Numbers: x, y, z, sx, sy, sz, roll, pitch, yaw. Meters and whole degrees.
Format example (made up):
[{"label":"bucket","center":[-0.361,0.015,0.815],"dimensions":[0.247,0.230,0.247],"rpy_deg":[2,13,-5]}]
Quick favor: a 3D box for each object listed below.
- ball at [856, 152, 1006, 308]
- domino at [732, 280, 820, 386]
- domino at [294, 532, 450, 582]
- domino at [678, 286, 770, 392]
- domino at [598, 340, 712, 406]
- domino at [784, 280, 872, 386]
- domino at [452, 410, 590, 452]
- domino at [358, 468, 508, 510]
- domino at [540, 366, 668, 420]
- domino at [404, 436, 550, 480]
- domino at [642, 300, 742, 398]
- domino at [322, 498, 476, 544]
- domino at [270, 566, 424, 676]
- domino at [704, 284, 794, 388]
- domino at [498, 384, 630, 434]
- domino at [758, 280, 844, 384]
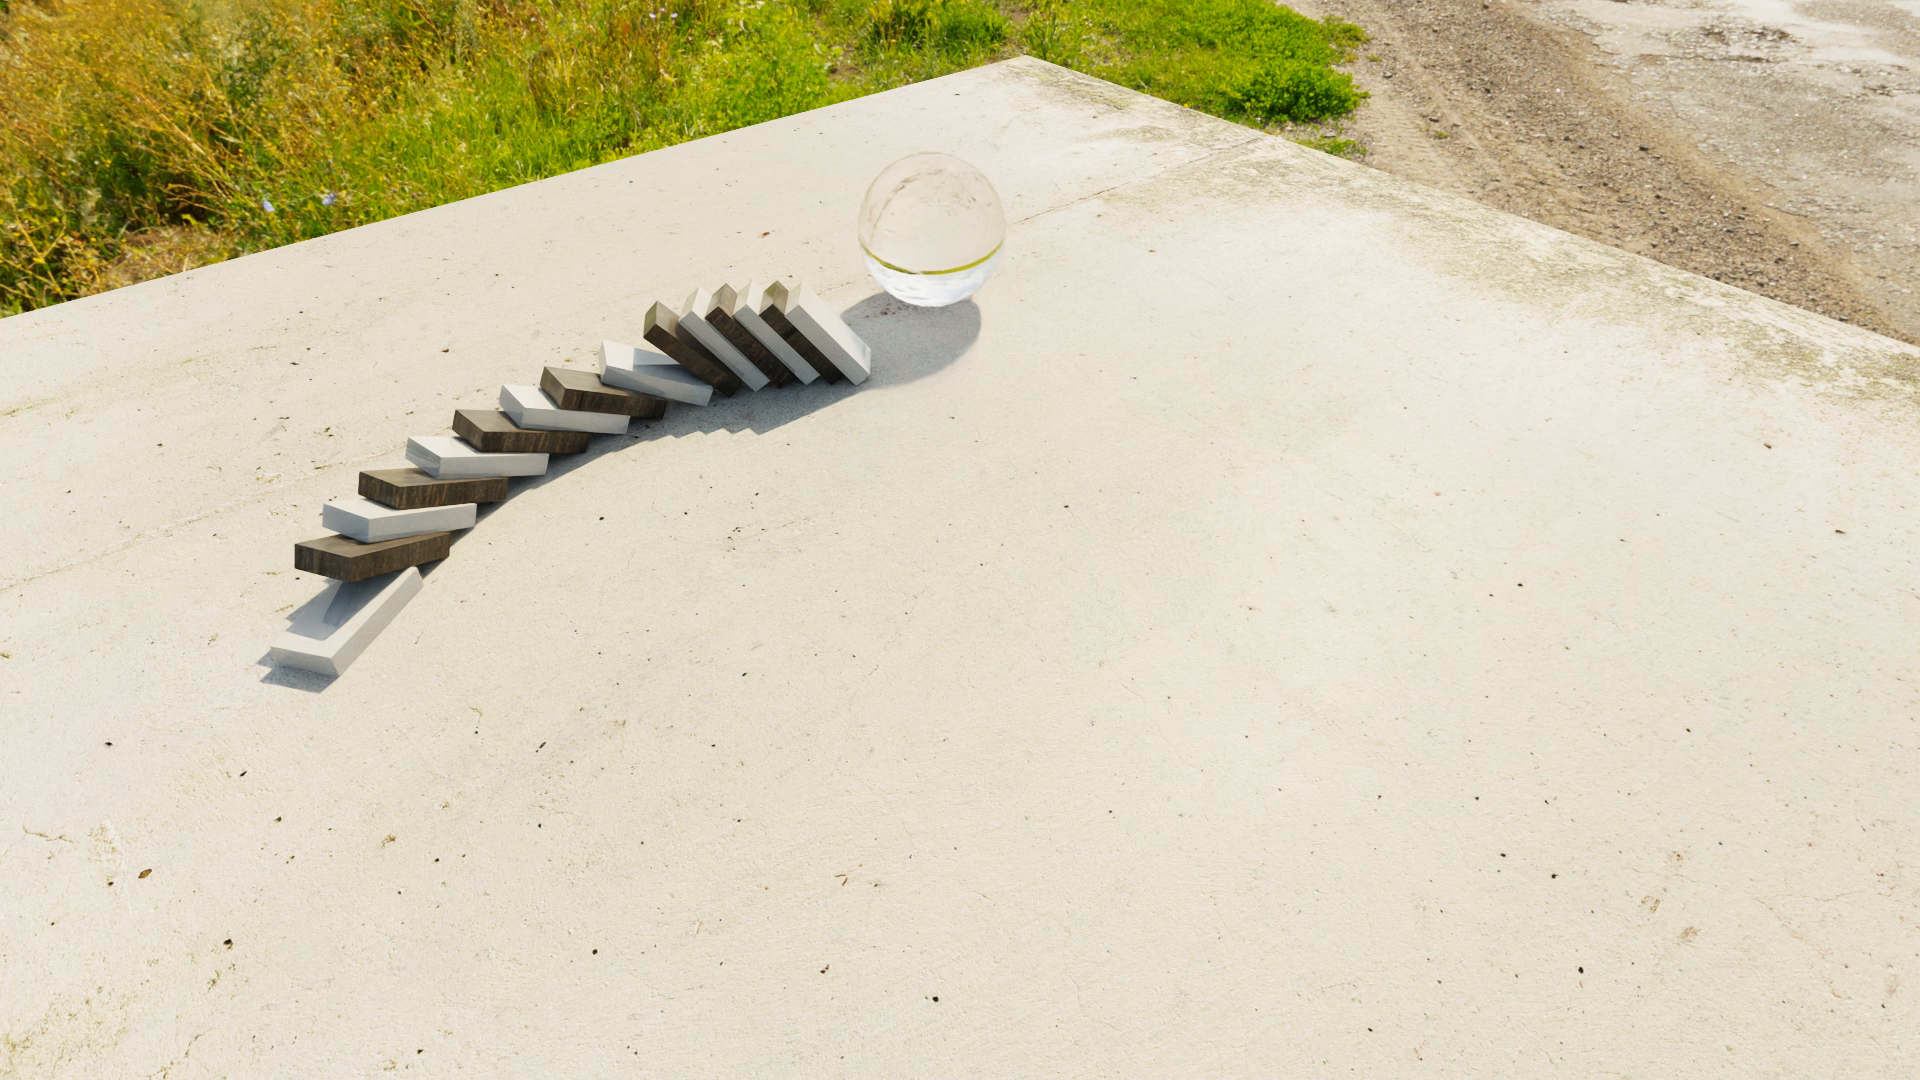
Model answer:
[{"label":"ball","center":[-0.015,-0.166,0.590],"dimensions":[0.080,0.080,0.080],"rpy_deg":[0,39,0]},{"label":"domino","center":[-0.088,-0.101,0.539],"dimensions":[0.009,0.050,0.025],"rpy_deg":[-33,33,22]},{"label":"domino","center":[-0.224,0.004,0.421],"dimensions":[0.025,0.009,0.050],"rpy_deg":[12,13,14]},{"label":"domino","center":[-0.113,-0.097,0.535],"dimensions":[0.009,0.050,0.025],"rpy_deg":[-33,33,22]},{"label":"domino","center":[-0.145,-0.079,0.524],"dimensions":[0.050,0.010,0.025],"rpy_deg":[11,32,-30]},{"label":"domino","center":[-0.064,-0.101,0.539],"dimensions":[0.009,0.050,0.025],"rpy_deg":[-33,33,22]},{"label":"domino","center":[-0.193,-0.048,0.485],"dimensions":[0.025,0.009,0.050],"rpy_deg":[31,22,32]},{"label":"domino","center":[-0.216,-0.022,0.452],"dimensions":[0.025,0.009,0.050],"rpy_deg":[17,15,26]},{"label":"domino","center":[-0.164,-0.068,0.507],"dimensions":[0.050,0.010,0.025],"rpy_deg":[2,28,-45]},{"label":"domino","center":[-0.205,-0.036,0.470],"dimensions":[0.025,0.009,0.050],"rpy_deg":[26,19,29]},{"label":"domino","center":[-0.128,-0.091,0.528],"dimensions":[0.009,0.050,0.025],"rpy_deg":[-42,34,19]},{"label":"domino","center":[-0.222,-0.010,0.437],"dimensions":[0.025,0.010,0.050],"rpy_deg":[16,14,21]},{"label":"domino","center":[-0.227,0.028,0.409],"dimensions":[0.025,0.009,0.050],"rpy_deg":[9,40,10]},{"label":"domino","center":[-0.101,-0.099,0.536],"dimensions":[0.009,0.050,0.025],"rpy_deg":[-33,32,22]},{"label":"domino","center":[-0.179,-0.059,0.499],"dimensions":[0.050,0.009,0.025],"rpy_deg":[-1,30,-46]},{"label":"domino","center":[-0.076,-0.102,0.540],"dimensions":[0.009,0.050,0.025],"rpy_deg":[-33,33,22]}]
